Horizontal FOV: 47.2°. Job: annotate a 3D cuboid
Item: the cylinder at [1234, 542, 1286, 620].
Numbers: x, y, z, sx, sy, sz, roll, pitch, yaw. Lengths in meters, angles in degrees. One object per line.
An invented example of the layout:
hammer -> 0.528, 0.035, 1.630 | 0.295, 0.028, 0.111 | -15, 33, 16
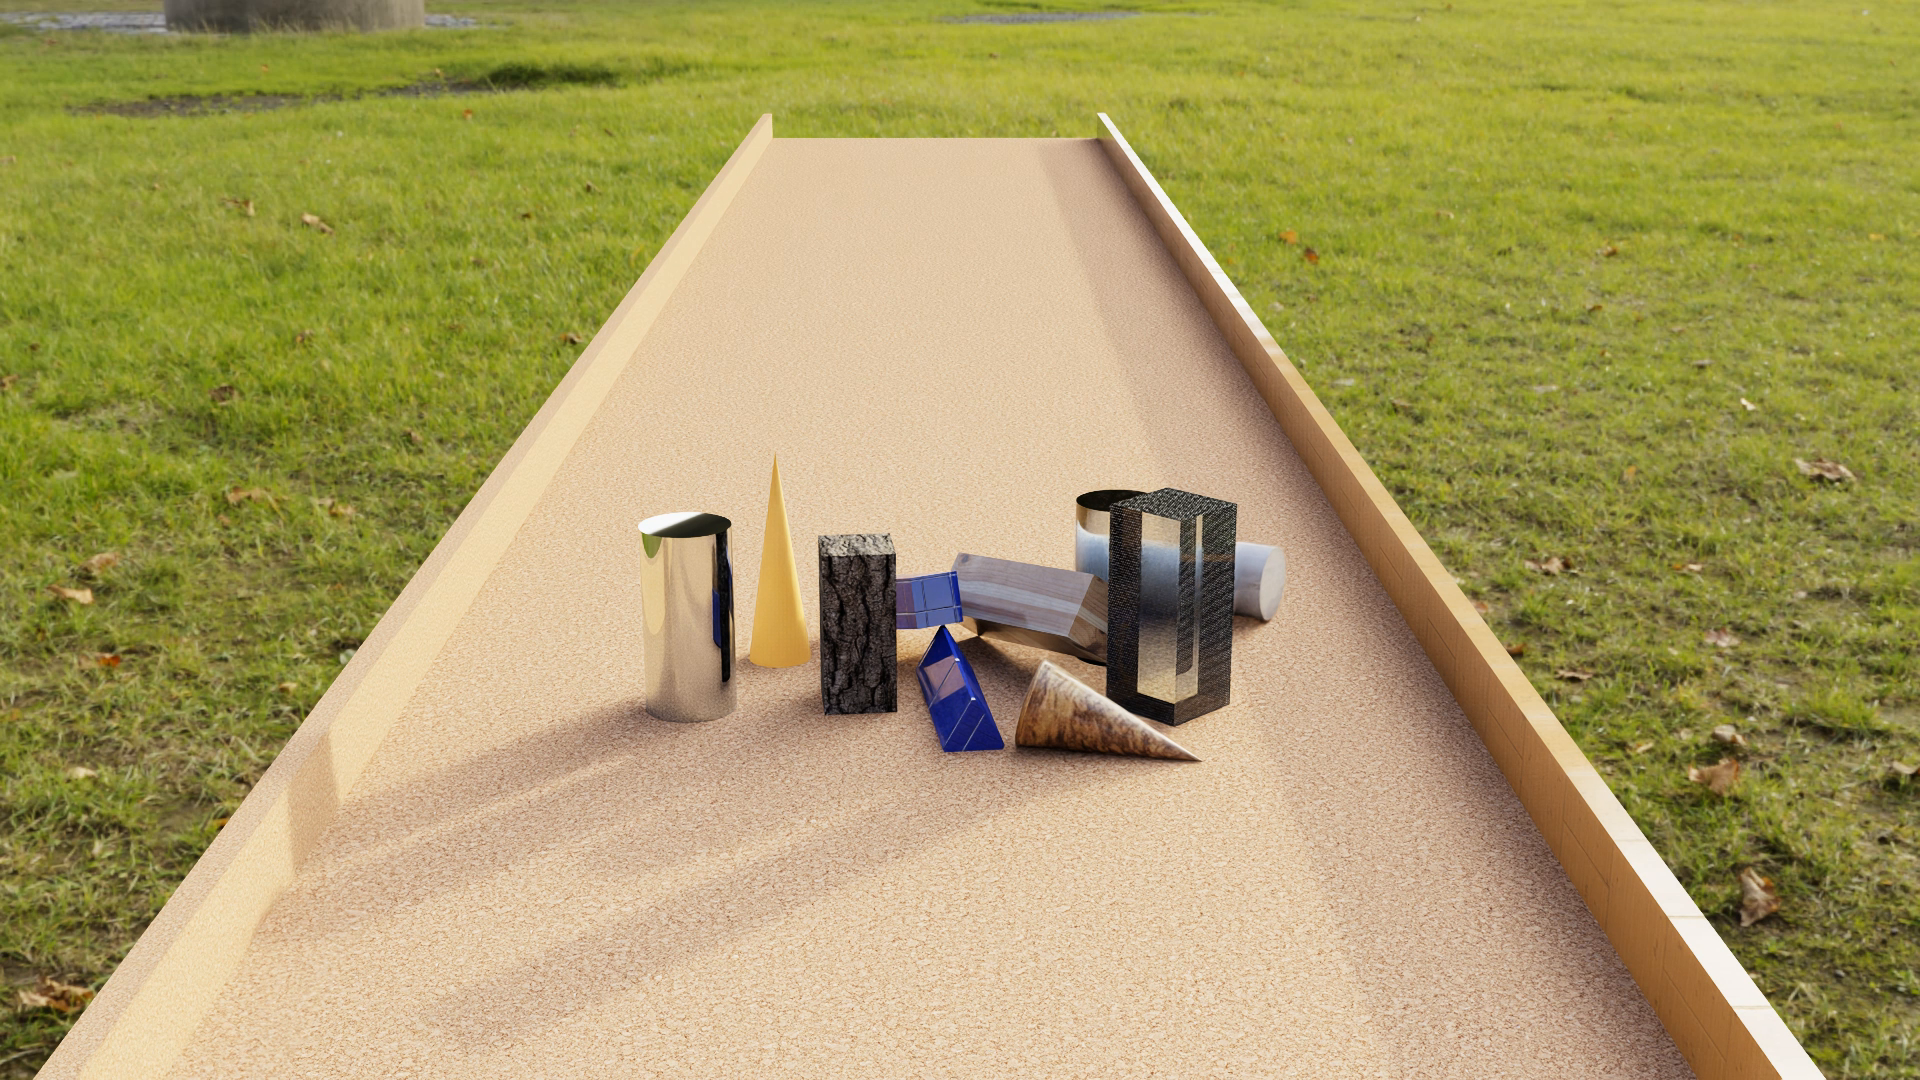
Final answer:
cylinder -> 0.487, 0.067, 4.725 | 0.390, 0.156, 0.156 | 8, 19, 26

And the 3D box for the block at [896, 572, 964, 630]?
block -> -0.123, 0.124, 4.454 | 0.101, 0.101, 0.360 | -8, 1, -26

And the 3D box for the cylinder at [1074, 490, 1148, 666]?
cylinder -> 0.316, 0.076, 4.411 | 0.173, 0.320, 0.173 | 0, 17, 0

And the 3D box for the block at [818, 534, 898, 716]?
block -> -0.193, 0.158, 4.150 | 0.137, 0.312, 0.137 | -2, 17, -6

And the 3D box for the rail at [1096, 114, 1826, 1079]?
rail -> 0.932, -0.844, 7.801 | 0.050, 0.150, 12.000 | 0, 17, -1

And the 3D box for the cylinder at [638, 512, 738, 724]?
cylinder -> -0.508, 0.144, 4.114 | 0.172, 0.358, 0.172 | 0, 17, 0

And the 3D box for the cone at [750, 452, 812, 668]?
cone -> -0.362, 0.030, 4.372 | 0.125, 0.429, 0.125 | 0, 17, 0

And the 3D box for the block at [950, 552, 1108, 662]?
block -> 0.146, 0.131, 4.359 | 0.130, 0.130, 0.440 | 31, -13, -34

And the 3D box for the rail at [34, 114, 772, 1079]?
rail -> -1.118, -0.838, 7.780 | 0.050, 0.150, 12.000 | 0, 17, -1

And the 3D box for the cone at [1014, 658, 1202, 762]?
cone -> 0.281, 0.342, 3.934 | 0.329, 0.166, 0.166 | 19, 21, 12

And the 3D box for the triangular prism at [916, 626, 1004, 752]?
triangular prism -> -0.004, 0.271, 4.139 | 0.110, 0.096, 0.423 | -3, 17, -7

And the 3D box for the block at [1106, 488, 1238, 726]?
block -> 0.395, 0.123, 4.120 | 0.167, 0.395, 0.167 | 16, 23, 42
